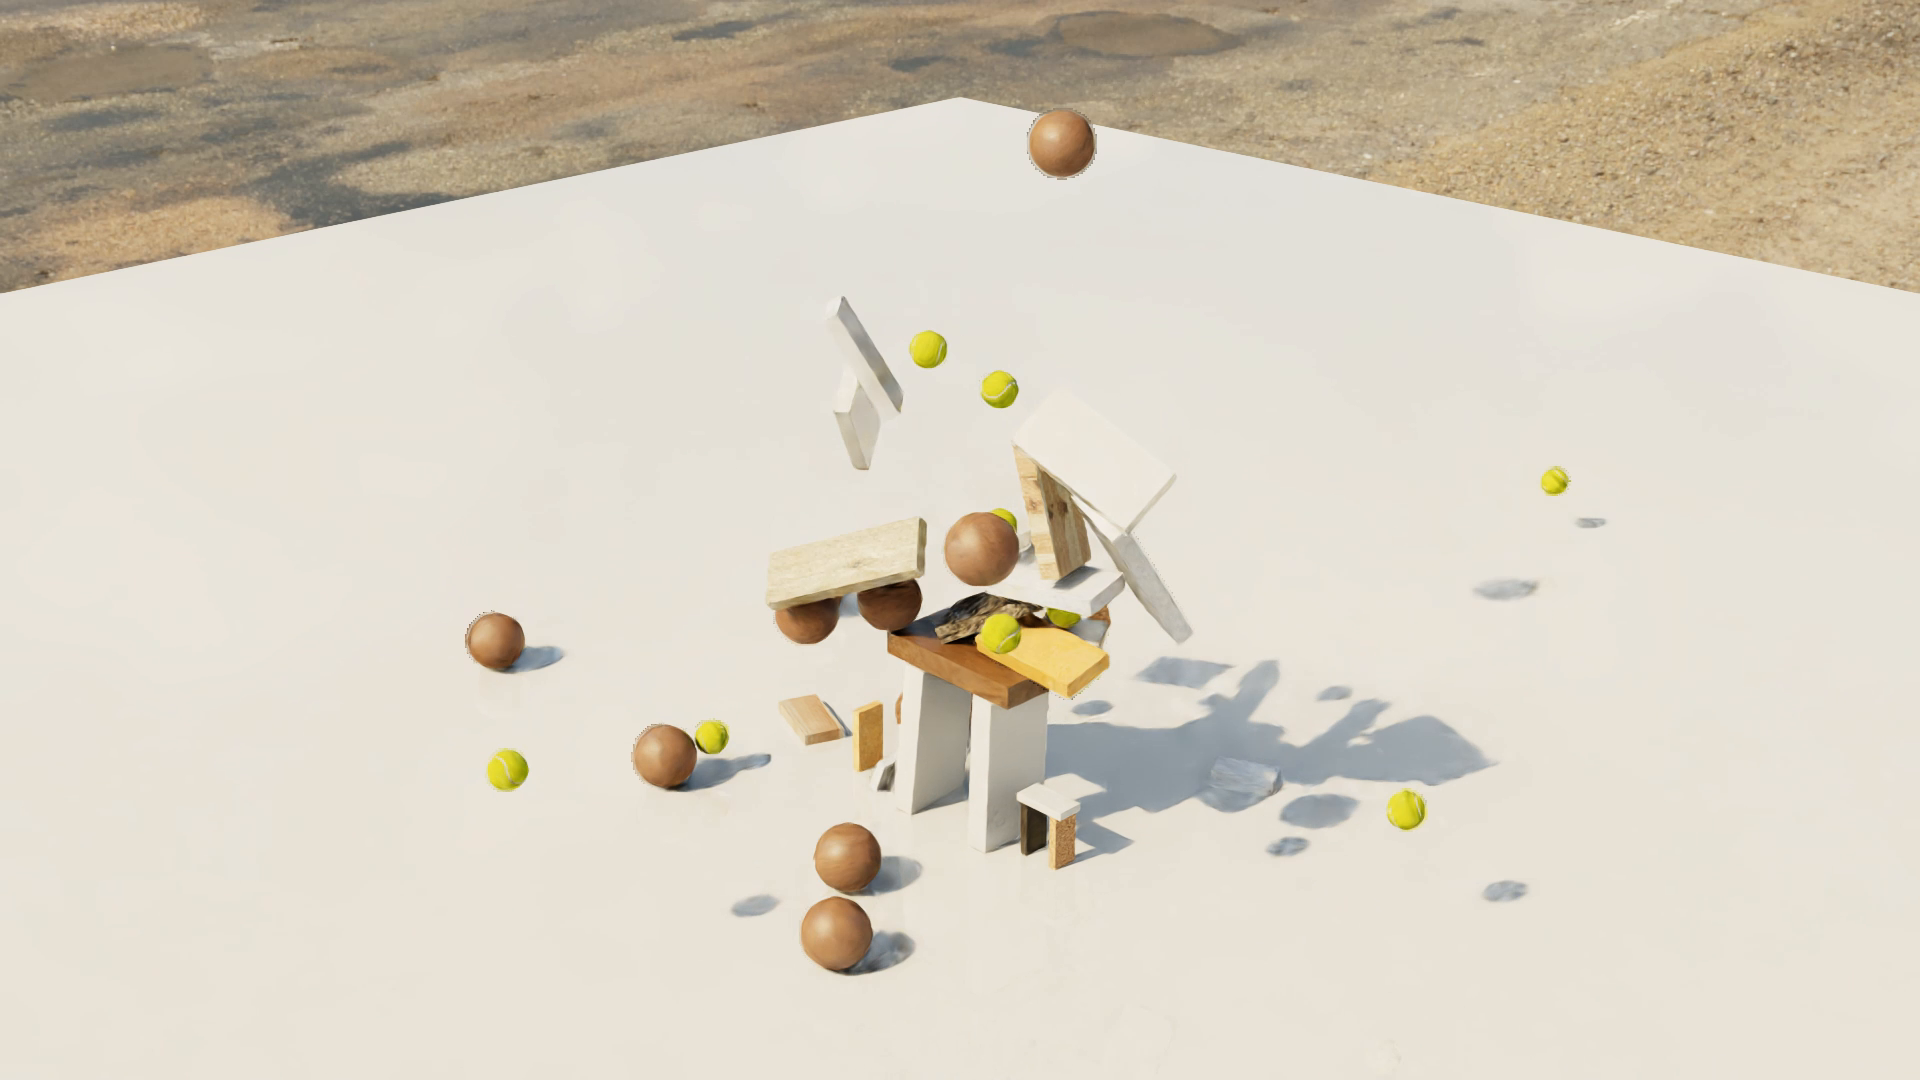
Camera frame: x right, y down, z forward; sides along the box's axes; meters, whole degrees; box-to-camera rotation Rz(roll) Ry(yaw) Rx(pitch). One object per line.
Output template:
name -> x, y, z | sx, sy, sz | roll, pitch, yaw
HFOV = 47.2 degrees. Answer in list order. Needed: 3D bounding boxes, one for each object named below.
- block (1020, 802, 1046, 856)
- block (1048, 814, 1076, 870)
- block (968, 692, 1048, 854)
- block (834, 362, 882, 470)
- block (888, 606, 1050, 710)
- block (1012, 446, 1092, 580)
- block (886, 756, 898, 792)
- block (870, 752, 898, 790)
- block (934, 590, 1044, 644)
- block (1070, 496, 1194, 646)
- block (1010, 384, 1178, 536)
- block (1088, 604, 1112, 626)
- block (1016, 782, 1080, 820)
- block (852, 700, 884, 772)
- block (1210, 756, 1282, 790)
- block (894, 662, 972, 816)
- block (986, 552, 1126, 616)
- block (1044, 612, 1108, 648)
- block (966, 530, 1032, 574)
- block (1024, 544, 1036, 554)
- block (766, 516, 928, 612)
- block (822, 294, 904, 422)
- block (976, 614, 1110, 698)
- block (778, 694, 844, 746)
block -> 0.144, 0.556, 4.304 | 0.016, 0.114, 0.057 | 21, 31, 41
block -> 0.198, 0.577, 4.255 | 0.016, 0.114, 0.057 | 21, 31, 41
block -> 0.095, 0.433, 4.311 | 0.047, 0.335, 0.167 | 23, 32, 39
block -> -0.200, -0.243, 4.322 | 0.032, 0.228, 0.114 | 8, 64, 12
block -> 0.034, 0.228, 4.299 | 0.167, 0.047, 0.335 | -21, 31, -40
block -> 0.172, -0.075, 4.102 | 0.039, 0.274, 0.137 | -6, 13, 32
block -> -0.103, 0.452, 4.522 | 0.069, 0.139, 0.020 | -23, 54, -42
block -> -0.124, 0.467, 4.559 | 0.020, 0.069, 0.139 | 41, 39, 27
block -> 0.074, 0.128, 4.276 | 0.237, 0.034, 0.118 | -20, 17, 32
block -> 0.324, 0.050, 4.094 | 0.039, 0.391, 0.137 | -38, 50, -1
block -> 0.237, -0.144, 3.920 | 0.274, 0.039, 0.137 | 39, 82, 20
block -> 0.271, 0.130, 4.553 | 0.019, 0.067, 0.134 | -20, 22, -16
block -> 0.171, 0.506, 4.254 | 0.114, 0.016, 0.057 | 21, 31, 41
block -> -0.193, 0.412, 4.613 | 0.020, 0.139, 0.069 | 21, 31, 41
block -> 0.598, 0.487, 4.589 | 0.134, 0.019, 0.067 | 9, 25, 20
block -> -0.050, 0.375, 4.445 | 0.047, 0.335, 0.167 | 24, 32, 33
block -> 0.180, 0.082, 4.156 | 0.237, 0.034, 0.118 | 12, 32, 35
block -> 0.217, 0.182, 4.245 | 0.134, 0.067, 0.019 | 8, -13, 34
block -> 0.087, 0.019, 4.268 | 0.088, 0.025, 0.176 | -26, -1, -30
block -> 0.177, 0.040, 4.411 | 0.088, 0.025, 0.176 | 47, 32, 4
block -> -0.221, 0.047, 4.233 | 0.339, 0.032, 0.114 | -13, 57, 26
block -> -0.180, -0.341, 4.121 | 0.032, 0.228, 0.114 | -27, 21, 15
block -> 0.157, 0.213, 4.195 | 0.237, 0.034, 0.118 | 26, 48, 37
block -> -0.326, 0.392, 4.805 | 0.088, 0.025, 0.176 | -10, 25, -21
